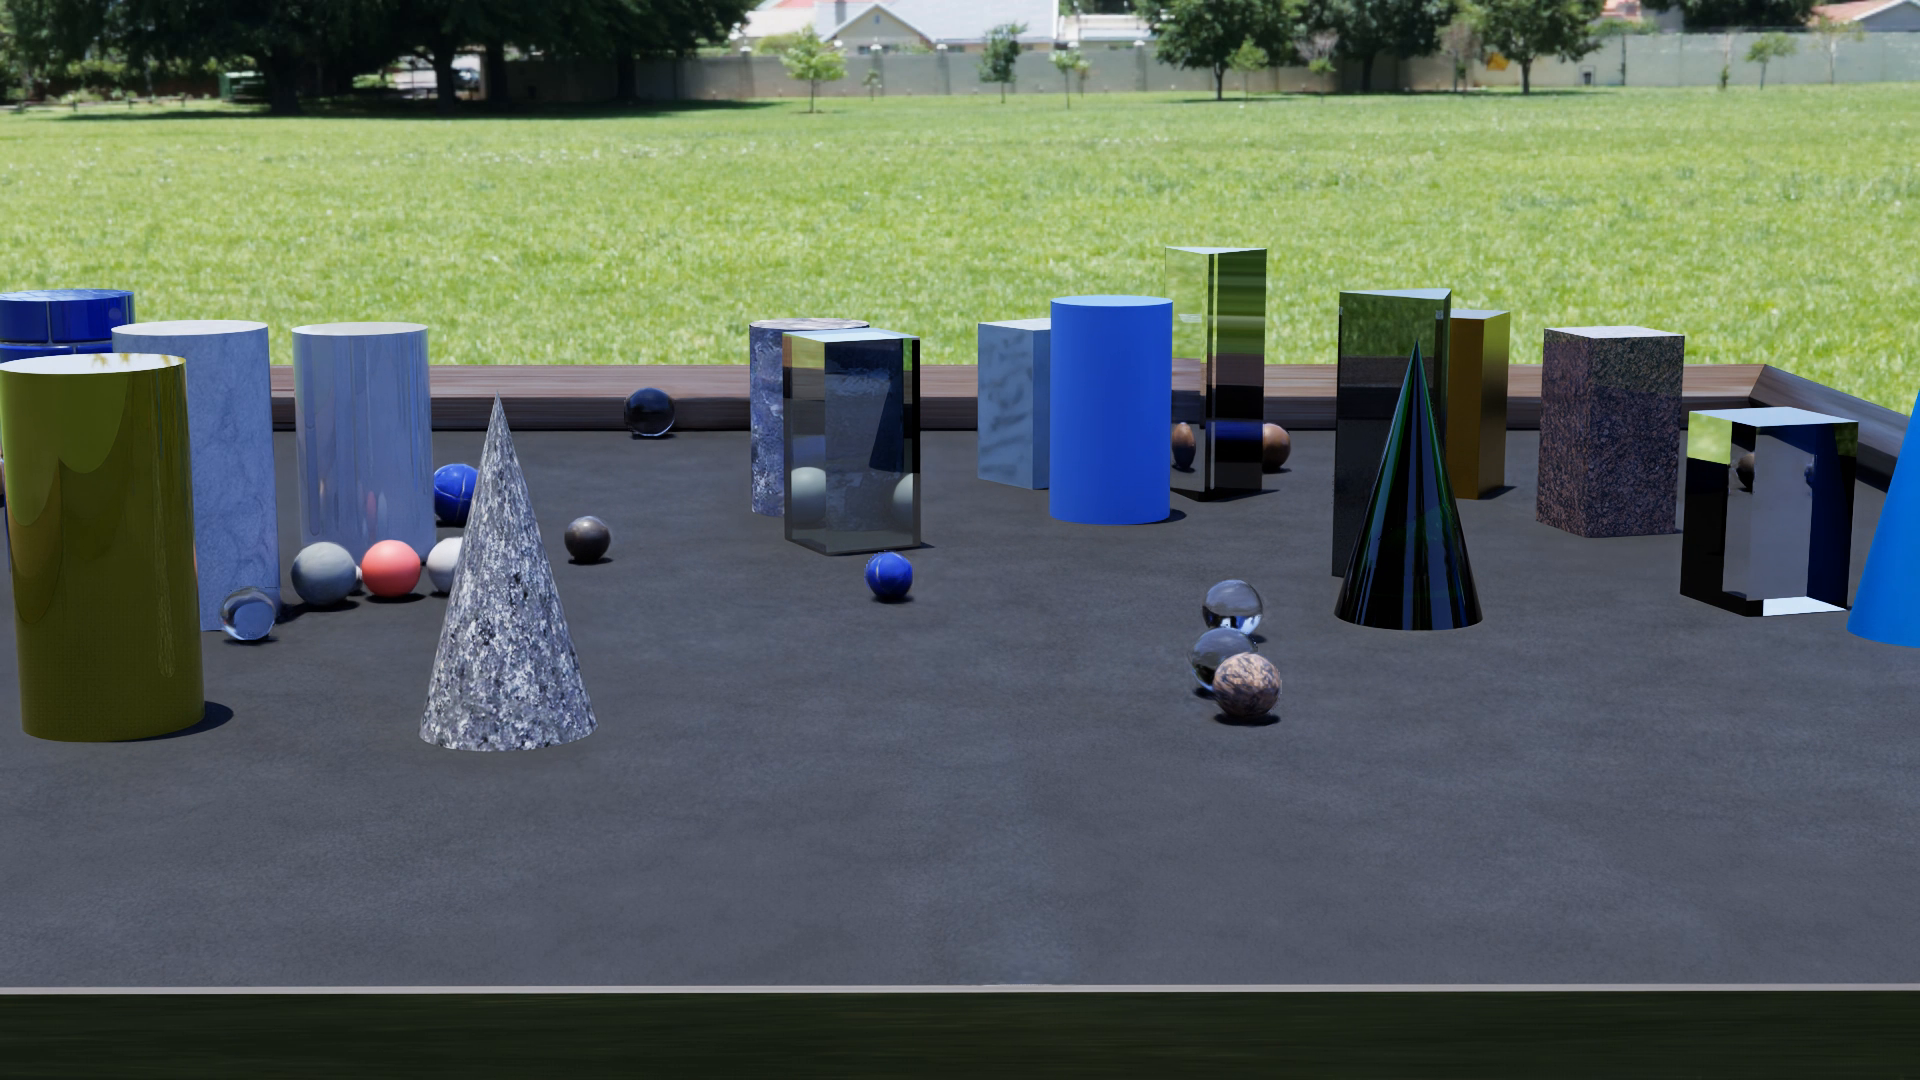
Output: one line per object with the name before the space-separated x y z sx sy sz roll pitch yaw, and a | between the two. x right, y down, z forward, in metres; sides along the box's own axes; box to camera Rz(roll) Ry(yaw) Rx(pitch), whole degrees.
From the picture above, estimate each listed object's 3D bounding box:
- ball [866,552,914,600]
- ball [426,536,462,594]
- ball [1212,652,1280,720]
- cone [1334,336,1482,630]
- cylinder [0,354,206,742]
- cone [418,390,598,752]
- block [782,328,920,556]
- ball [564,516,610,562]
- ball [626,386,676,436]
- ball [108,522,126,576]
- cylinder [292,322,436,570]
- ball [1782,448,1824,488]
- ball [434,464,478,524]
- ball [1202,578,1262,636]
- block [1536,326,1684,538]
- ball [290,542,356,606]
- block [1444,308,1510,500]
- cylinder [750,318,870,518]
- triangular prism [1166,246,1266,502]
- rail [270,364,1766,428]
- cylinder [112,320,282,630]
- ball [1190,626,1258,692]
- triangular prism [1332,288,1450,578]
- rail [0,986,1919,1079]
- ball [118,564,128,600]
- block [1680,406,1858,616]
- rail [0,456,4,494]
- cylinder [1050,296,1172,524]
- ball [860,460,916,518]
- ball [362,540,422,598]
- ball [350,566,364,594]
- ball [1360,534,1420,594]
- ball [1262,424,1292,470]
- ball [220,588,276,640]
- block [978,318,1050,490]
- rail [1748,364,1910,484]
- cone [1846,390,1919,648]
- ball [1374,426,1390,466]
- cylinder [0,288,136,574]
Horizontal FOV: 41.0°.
ball | -0.097 0.050 3.540 0.065 0.065 0.065 0 10 0
ball | -0.701 0.036 3.572 0.080 0.080 0.080 0 10 0
ball | 0.322 0.165 2.889 0.075 0.075 0.075 0 10 0
cone | 0.601 -0.084 3.409 0.197 0.375 0.197 0 10 0
cylinder | -0.953 0.004 2.855 0.197 0.403 0.197 0 10 0
cone | -0.502 0.023 2.820 0.197 0.380 0.197 0 10 0
block | -0.166 -0.153 3.927 0.158 0.323 0.158 -5 12 -27
ball | -0.554 -0.002 3.809 0.067 0.067 0.067 0 10 0
ball | -0.614 -0.254 5.086 0.099 0.099 0.099 0 10 0
ball | -1.171 0.011 3.671 0.092 0.092 0.092 0 10 0
cylinder | -0.885 -0.143 3.814 0.197 0.344 0.197 0 10 0
ball | 1.468 -0.125 4.468 0.070 0.070 0.070 0 10 0
ball | -0.808 -0.075 4.122 0.097 0.097 0.097 0 10 0
ball | 0.349 0.089 3.291 0.078 0.078 0.078 0 10 0
block | 1.030 -0.175 4.070 0.158 0.312 0.158 -3 11 -16
ball | -0.866 0.047 3.492 0.087 0.087 0.087 0 10 0
block | 0.845 -0.238 4.429 0.158 0.307 0.158 6 12 27
cylinder | -0.247 -0.204 4.239 0.197 0.308 0.197 0 10 0
triangular prism | 0.410 -0.289 4.400 0.148 0.418 0.171 9 14 41
rail | -0.010 -0.287 5.178 3.287 0.128 0.045 0 10 0
cylinder | -1.011 -0.089 3.404 0.197 0.387 0.197 0 10 0
ball | 0.309 0.141 3.005 0.079 0.079 0.079 0 10 0
triangular prism | 0.650 -0.149 3.665 0.171 0.410 0.148 10 15 44
rail | 0.010 0.353 1.720 3.287 0.128 0.045 0 10 0
ball | -1.123 0.056 3.515 0.060 0.060 0.060 0 10 0
block | 1.102 -0.041 3.502 0.158 0.257 0.158 -3 11 -17
rail | -1.620 0.035 3.440 0.045 0.128 3.564 0 10 0
cylinder | 0.245 -0.215 4.180 0.197 0.351 0.197 0 10 0
ball | -0.118 -0.083 4.179 0.092 0.092 0.092 0 10 0
ball | -0.785 0.040 3.543 0.081 0.081 0.081 0 10 0
ball | -0.851 0.055 3.577 0.041 0.041 0.041 0 10 0
ball | 0.600 0.033 3.577 0.083 0.083 0.083 0 10 0
ball | 0.560 -0.169 4.665 0.085 0.085 0.085 0 10 0
ball | -0.911 0.095 3.283 0.068 0.068 0.068 0 10 0
block | 0.142 -0.244 4.539 0.158 0.277 0.158 -8 13 -36
rail | 1.620 0.031 3.458 0.045 0.128 3.564 0 10 0
cone | 1.256 -0.100 3.295 0.197 0.447 0.197 0 10 0
ball | 0.798 -0.172 4.711 0.074 0.074 0.074 0 10 0
cylinder | -1.295 -0.158 3.739 0.197 0.399 0.197 0 10 0
